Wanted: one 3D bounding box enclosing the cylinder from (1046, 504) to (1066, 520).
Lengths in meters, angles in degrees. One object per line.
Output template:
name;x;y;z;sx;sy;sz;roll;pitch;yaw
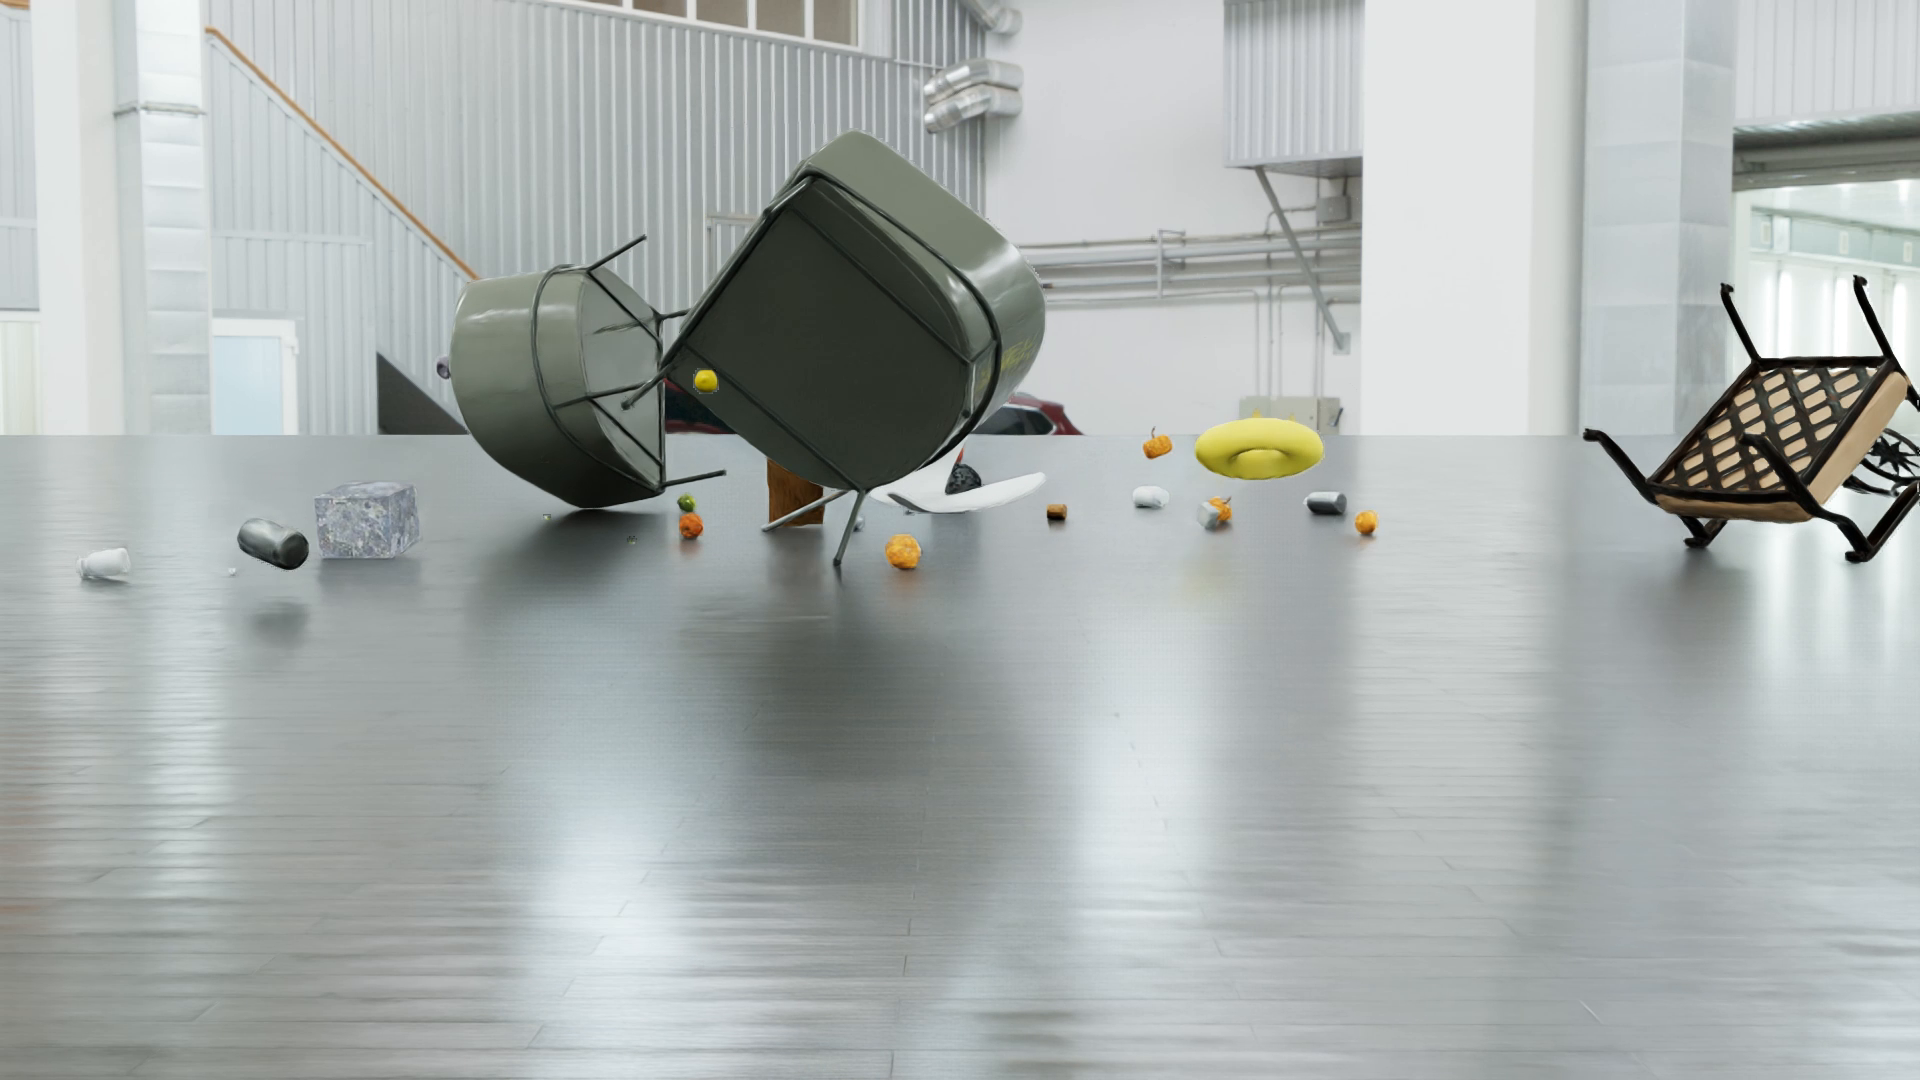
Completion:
cylinder;0.335;-0.099;7.597;0.055;0.051;0.086;1;-7;13

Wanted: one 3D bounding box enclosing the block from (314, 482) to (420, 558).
block;-1.595;-0.054;5.926;0.200;0.162;0.193;1;14;11

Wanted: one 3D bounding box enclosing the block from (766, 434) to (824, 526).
block;-0.533;-0.193;7.143;0.175;0.284;0.104;-1;36;-2

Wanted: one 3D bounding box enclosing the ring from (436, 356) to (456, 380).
ring;-1.934;-0.648;8.272;0.069;0.088;0.050;5;31;23

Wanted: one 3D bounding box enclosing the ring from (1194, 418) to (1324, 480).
ring;0.913;-0.277;6.711;0.405;0.105;0.235;0;-34;-9

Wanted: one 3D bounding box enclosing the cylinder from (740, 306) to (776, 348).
cylinder;-0.604;-0.637;6.572;0.086;0.070;0.164;-42;23;10

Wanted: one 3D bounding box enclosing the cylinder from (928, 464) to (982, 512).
cylinder;-0.021;-0.190;8.023;0.200;0.168;0.123;-32;5;0

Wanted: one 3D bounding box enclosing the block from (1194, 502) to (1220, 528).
block;0.799;-0.079;7.108;0.037;0.059;0.059;-3;33;-34
